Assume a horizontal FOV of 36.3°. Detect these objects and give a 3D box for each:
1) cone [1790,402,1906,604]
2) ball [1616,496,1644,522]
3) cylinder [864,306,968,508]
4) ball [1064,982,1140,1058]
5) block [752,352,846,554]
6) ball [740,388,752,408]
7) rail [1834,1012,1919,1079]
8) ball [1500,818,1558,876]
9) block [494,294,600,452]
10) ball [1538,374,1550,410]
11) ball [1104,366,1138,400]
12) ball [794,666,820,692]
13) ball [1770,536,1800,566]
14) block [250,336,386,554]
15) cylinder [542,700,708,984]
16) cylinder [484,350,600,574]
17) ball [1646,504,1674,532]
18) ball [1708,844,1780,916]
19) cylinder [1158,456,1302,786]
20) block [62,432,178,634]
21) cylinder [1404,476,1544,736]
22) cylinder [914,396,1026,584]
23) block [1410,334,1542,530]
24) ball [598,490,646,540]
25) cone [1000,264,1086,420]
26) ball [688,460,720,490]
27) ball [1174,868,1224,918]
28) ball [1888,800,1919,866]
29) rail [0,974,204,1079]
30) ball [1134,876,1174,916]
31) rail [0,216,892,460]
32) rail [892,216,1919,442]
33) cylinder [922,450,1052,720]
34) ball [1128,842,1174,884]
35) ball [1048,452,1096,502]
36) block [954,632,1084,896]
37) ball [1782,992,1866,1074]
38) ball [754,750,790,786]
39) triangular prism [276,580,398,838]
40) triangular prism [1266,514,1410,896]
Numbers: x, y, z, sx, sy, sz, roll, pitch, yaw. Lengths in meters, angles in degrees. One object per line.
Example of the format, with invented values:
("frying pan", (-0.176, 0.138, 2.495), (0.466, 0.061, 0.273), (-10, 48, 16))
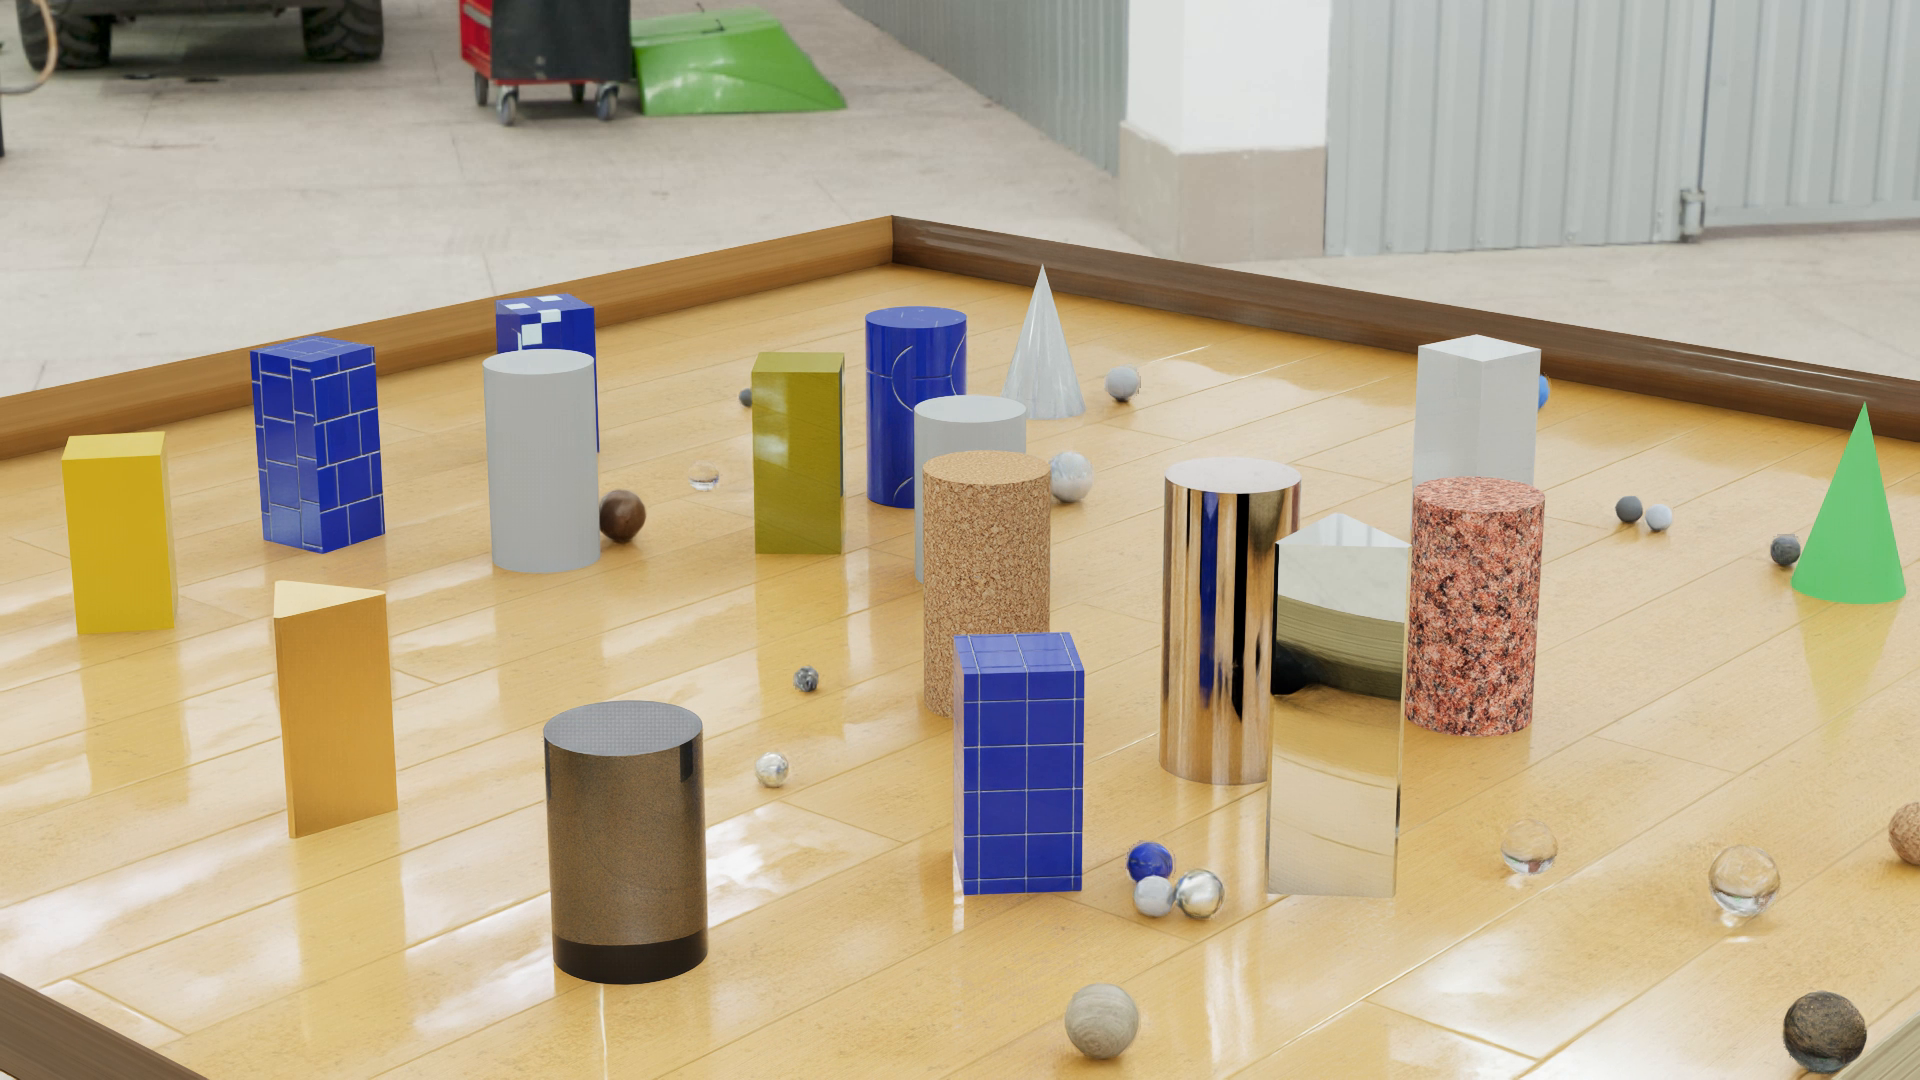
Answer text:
("cone", (1.568, -0.079, 5.129), (0.197, 0.338, 0.197), (0, 17, 0))
("ball", (1.269, -0.059, 5.556), (0.052, 0.052, 0.052), (0, 17, 0))
("cylinder", (-0.085, -0.259, 5.695), (0.197, 0.356, 0.197), (0, 17, 0))
("ball", (0.166, 0.562, 3.434), (0.087, 0.087, 0.087), (0, 17, 0))
("block", (-0.294, -0.161, 5.393), (0.158, 0.342, 0.158), (0, 17, 2))
("ball", (-0.463, -0.311, 6.411), (0.041, 0.041, 0.041), (0, 17, 0))
("rail", (1.542, 0.418, 3.838), (0.045, 0.128, 4.196), (14, 22, 39))
("ball", (0.767, 0.414, 3.948), (0.076, 0.076, 0.076), (0, 17, 0))
("block", (-0.850, -0.337, 6.042), (0.158, 0.305, 0.158), (-8, 19, -26))
("ball", (1.235, -0.324, 6.368), (0.092, 0.092, 0.092), (0, 17, 0))
("ball", (0.356, -0.348, 6.475), (0.076, 0.076, 0.076), (0, 17, 0))
("ball", (-0.243, 0.220, 4.651), (0.040, 0.040, 0.040), (0, 17, 0))
("ball", (1.491, 0.019, 5.297), (0.054, 0.054, 0.054), (0, 17, 0))
("block", (-1.186, -0.178, 5.419), (0.158, 0.360, 0.158), (11, 20, 33))
("cylinder", (-0.418, 0.377, 3.677), (0.197, 0.302, 0.197), (0, 17, 0))
("cylinder", (-0.754, -0.144, 5.296), (0.197, 0.366, 0.197), (0, 17, 0))
("ball", (1.312, -0.042, 5.504), (0.051, 0.051, 0.051), (0, 17, 0))
("ball", (1.022, 0.443, 3.822), (0.093, 0.093, 0.093), (0, 17, 0))
("cylinder", (0.394, 0.117, 4.297), (0.197, 0.442, 0.197), (0, 17, 0))
("block", (-1.421, -0.014, 4.971), (0.158, 0.303, 0.158), (-3, 17, -11))
("cylinder", (0.788, 0.101, 4.501), (0.197, 0.356, 0.197), (0, 17, 0))
("cylinder", (0.018, -0.084, 5.199), (0.197, 0.307, 0.197), (0, 17, 0))
("block", (0.958, -0.185, 5.454), (0.158, 0.353, 0.158), (-13, 21, -36))
("ball", (-0.630, -0.046, 5.441), (0.094, 0.094, 0.094), (0, 17, 0))
("cone", (0.178, -0.441, 6.359), (0.197, 0.322, 0.197), (0, 17, 0))
("ball", (-0.505, -0.127, 5.767), (0.062, 0.062, 0.062), (0, 17, 0))
("ball", (0.311, 0.460, 3.813), (0.065, 0.065, 0.065), (0, 17, 0))
("ball", (1.306, 0.397, 3.981), (0.088, 0.088, 0.088), (0, 17, 0))
("rail", (-1.360, 0.484, 3.620), (4.132, 0.128, 0.045), (14, 22, 39))
("ball", (0.253, 0.464, 3.820), (0.054, 0.054, 0.054), (0, 17, 0))
("rail", (-1.542, -0.354, 6.402), (0.045, 0.128, 4.196), (14, 22, 39))
("rail", (1.360, -0.420, 6.619), (4.132, 0.128, 0.045), (14, 22, 39))
("cylinder", (0.041, 0.071, 4.556), (0.197, 0.382, 0.197), (0, 17, 0))
("ball", (0.254, 0.433, 3.910), (0.061, 0.061, 0.061), (0, 17, 0))
("ball", (0.213, -0.123, 5.688), (0.099, 0.099, 0.099), (0, 17, 0))
("block", (0.077, 0.298, 3.926), (0.158, 0.310, 0.158), (-1, 17, -5))
("ball", (1.001, 0.570, 3.397), (0.094, 0.094, 0.094), (0, 17, 0))
("ball", (-0.273, 0.332, 4.260), (0.052, 0.052, 0.052), (0, 17, 0))
("triangular prism", (-0.914, 0.228, 4.135), (0.171, 0.323, 0.148), (-14, 22, -40))
("triangular prism", (0.496, 0.217, 3.891), (0.171, 0.485, 0.148), (1, 17, 4))
